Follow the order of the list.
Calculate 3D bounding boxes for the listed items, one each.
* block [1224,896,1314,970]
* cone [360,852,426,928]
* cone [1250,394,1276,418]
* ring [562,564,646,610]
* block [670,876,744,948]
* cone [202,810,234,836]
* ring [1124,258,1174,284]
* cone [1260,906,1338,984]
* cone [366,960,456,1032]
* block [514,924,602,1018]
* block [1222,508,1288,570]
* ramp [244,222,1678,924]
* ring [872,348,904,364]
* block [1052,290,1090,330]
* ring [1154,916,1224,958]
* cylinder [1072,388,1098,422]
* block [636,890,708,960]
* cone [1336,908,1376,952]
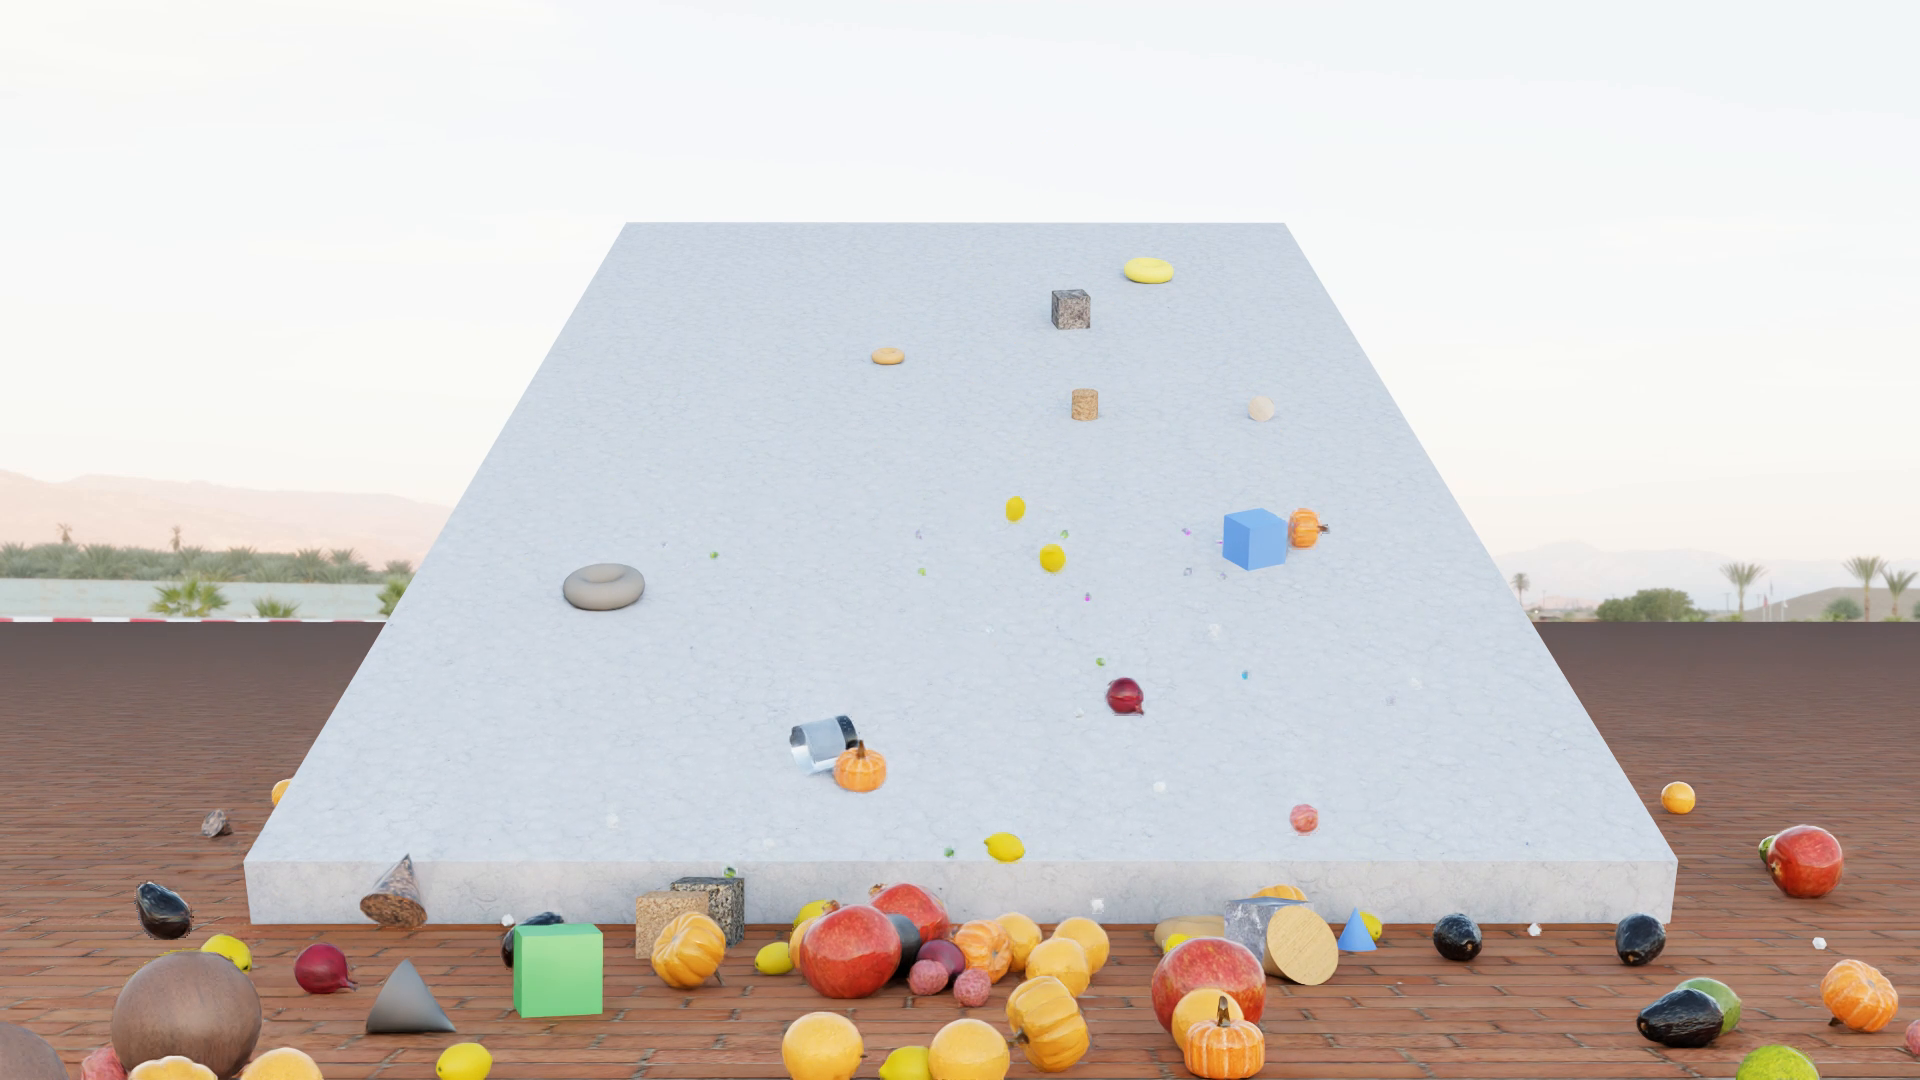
[{"bbox_3d":[0.385,0.489,2.833,0.078,0.078,0.078,2,-2,-40],"label":"block"},{"bbox_3d":[-0.768,0.469,3.130,0.092,0.092,0.092,4,-38,3],"label":"cone"},{"bbox_3d":[0.674,-0.290,5.092,0.058,0.058,0.058,0,-15,3],"label":"cone"},{"bbox_3d":[-0.636,0.083,4.067,0.146,0.049,0.146,-1,21,0],"label":"ring"},{"bbox_3d":[-0.335,0.493,3.020,0.082,0.082,0.082,0,-2,7],"label":"block"},{"bbox_3d":[-1.455,0.570,4.498,0.058,0.058,0.058,-1,-29,30],"label":"cone"},{"bbox_3d":[0.519,-0.740,6.256,0.138,0.046,0.138,3,23,-1],"label":"ring"},{"bbox_3d":[0.386,0.503,2.737,0.098,0.098,0.098,1,-29,-28],"label":"cone"},{"bbox_3d":[-0.562,0.495,2.377,0.083,0.083,0.083,27,-1,3],"label":"cone"},{"bbox_3d":[-0.444,0.474,2.514,0.087,0.087,0.087,1,-2,-17],"label":"block"},{"bbox_3d":[0.550,-0.002,4.246,0.084,0.084,0.084,-11,23,-26],"label":"block"},{"bbox_3d":[-0.005,-0.212,5.062,2.000,0.100,4.000,0,21,0],"label":"ramp"},{"bbox_3d":[-0.174,-0.444,5.495,0.081,0.027,0.081,-1,22,0],"label":"ring"},{"bbox_3d":[0.282,-0.587,5.798,0.082,0.082,0.082,-4,21,-10],"label":"block"},{"bbox_3d":[0.316,0.510,2.925,0.134,0.045,0.134,1,-3,0],"label":"ring"},{"bbox_3d":[0.278,-0.302,5.075,0.059,0.059,0.059,0,21,0],"label":"cylinder"},{"bbox_3d":[-0.368,0.493,2.920,0.076,0.076,0.076,0,-2,7],"label":"block"},{"bbox_3d":[0.517,0.506,2.974,0.054,0.054,0.054,0,-2,0],"label":"cone"}]
